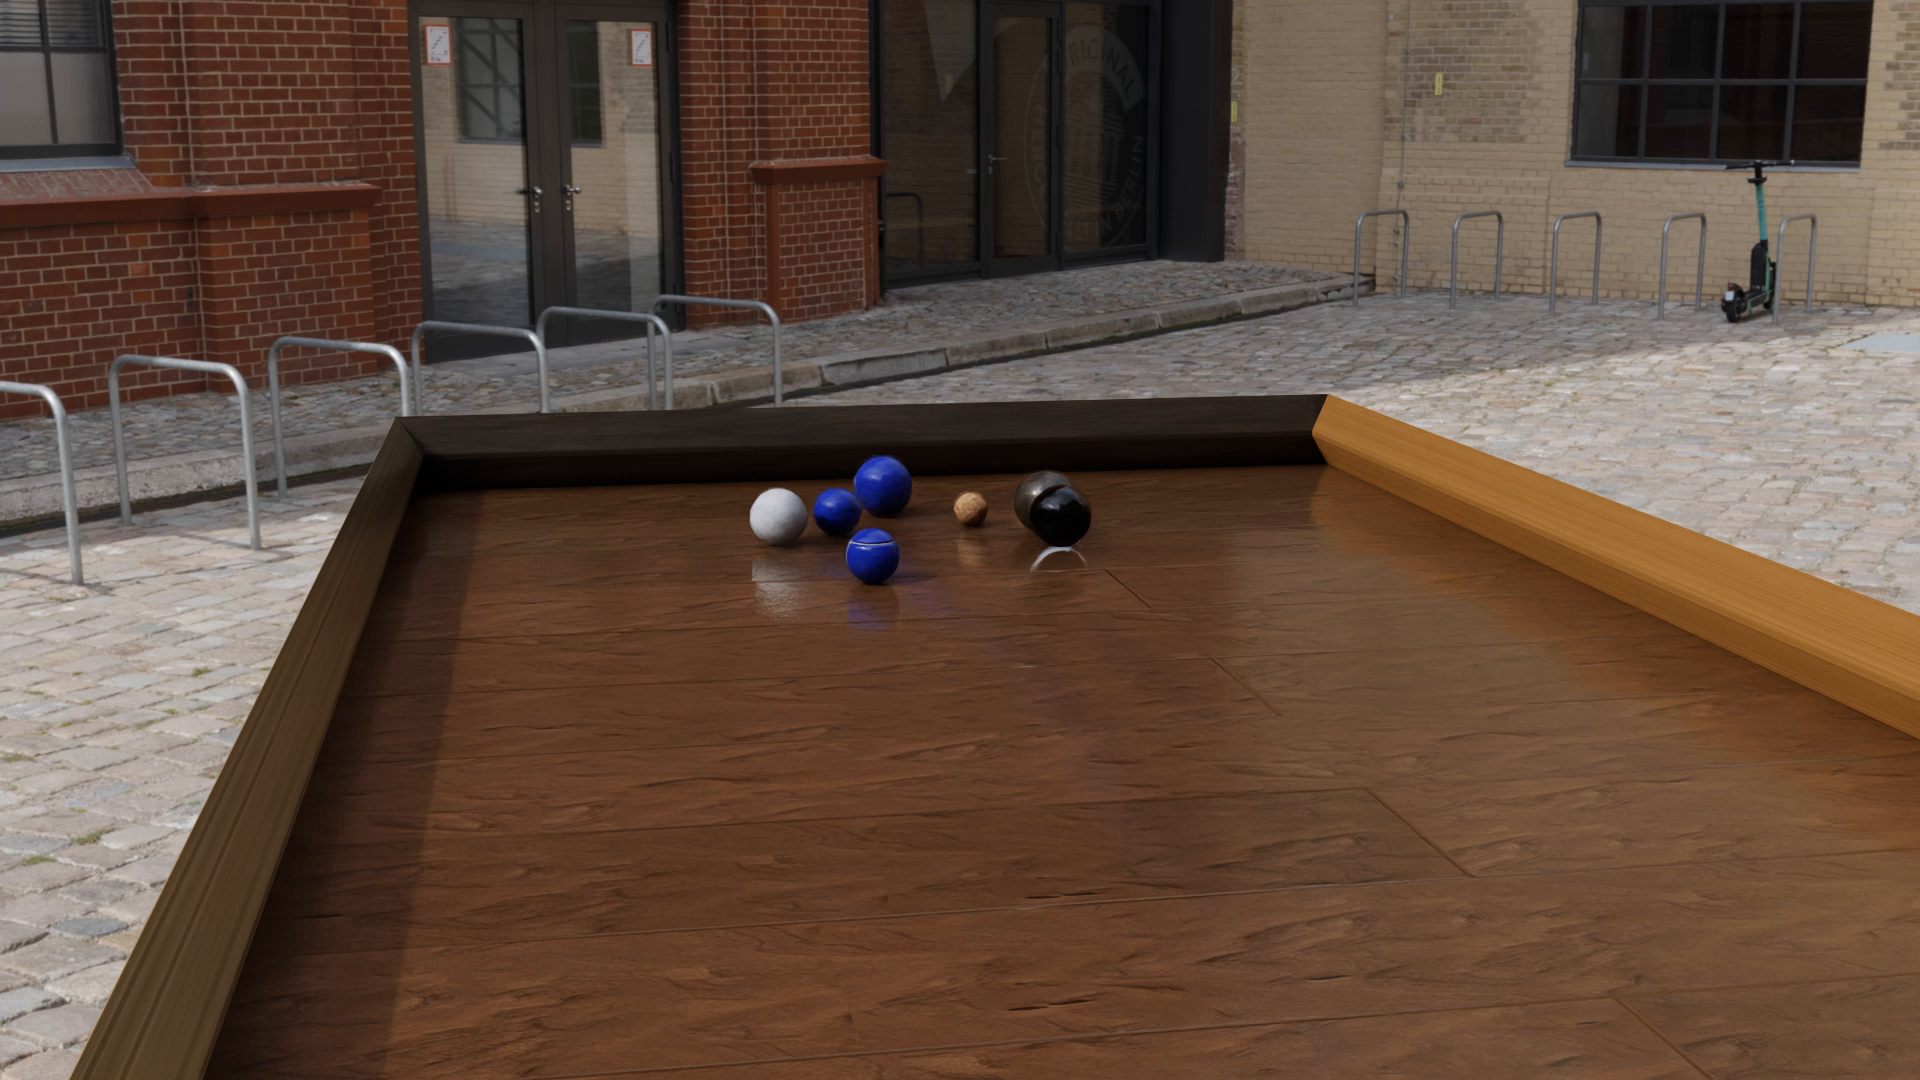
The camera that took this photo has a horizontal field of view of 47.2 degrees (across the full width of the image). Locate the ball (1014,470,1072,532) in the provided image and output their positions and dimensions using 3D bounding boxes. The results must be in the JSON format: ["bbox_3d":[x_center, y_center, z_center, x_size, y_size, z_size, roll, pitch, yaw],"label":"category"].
[{"bbox_3d":[0.127,-0.056,3.270,0.094,0.094,0.094,0,11,0],"label":"ball"}]

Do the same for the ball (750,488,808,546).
[{"bbox_3d":[-0.263,-0.033,3.181,0.084,0.084,0.084,0,11,0],"label":"ball"}]

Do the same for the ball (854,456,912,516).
[{"bbox_3d":[-0.120,-0.084,3.415,0.092,0.092,0.092,0,11,0],"label":"ball"}]

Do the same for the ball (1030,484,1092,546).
[{"bbox_3d":[0.145,-0.035,3.177,0.090,0.090,0.090,0,11,0],"label":"ball"}]

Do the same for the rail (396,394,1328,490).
[{"bbox_3d":[-0.133,-0.166,3.744,1.609,0.122,0.045,-2,11,-10],"label":"rail"}]

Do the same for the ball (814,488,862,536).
[{"bbox_3d":[-0.182,-0.042,3.259,0.071,0.071,0.071,0,11,0],"label":"ball"}]

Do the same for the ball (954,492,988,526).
[{"bbox_3d":[0.017,-0.047,3.337,0.050,0.050,0.050,0,11,0],"label":"ball"}]

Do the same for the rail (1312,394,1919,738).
[{"bbox_3d":[0.906,0.097,2.427,0.045,0.122,3.063,-2,11,-10],"label":"rail"}]

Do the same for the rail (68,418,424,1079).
[{"bbox_3d":[-0.631,0.151,2.152,0.045,0.122,3.063,-2,11,-10],"label":"rail"}]

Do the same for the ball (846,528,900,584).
[{"bbox_3d":[-0.117,0.021,2.937,0.074,0.074,0.074,0,11,0],"label":"ball"}]
